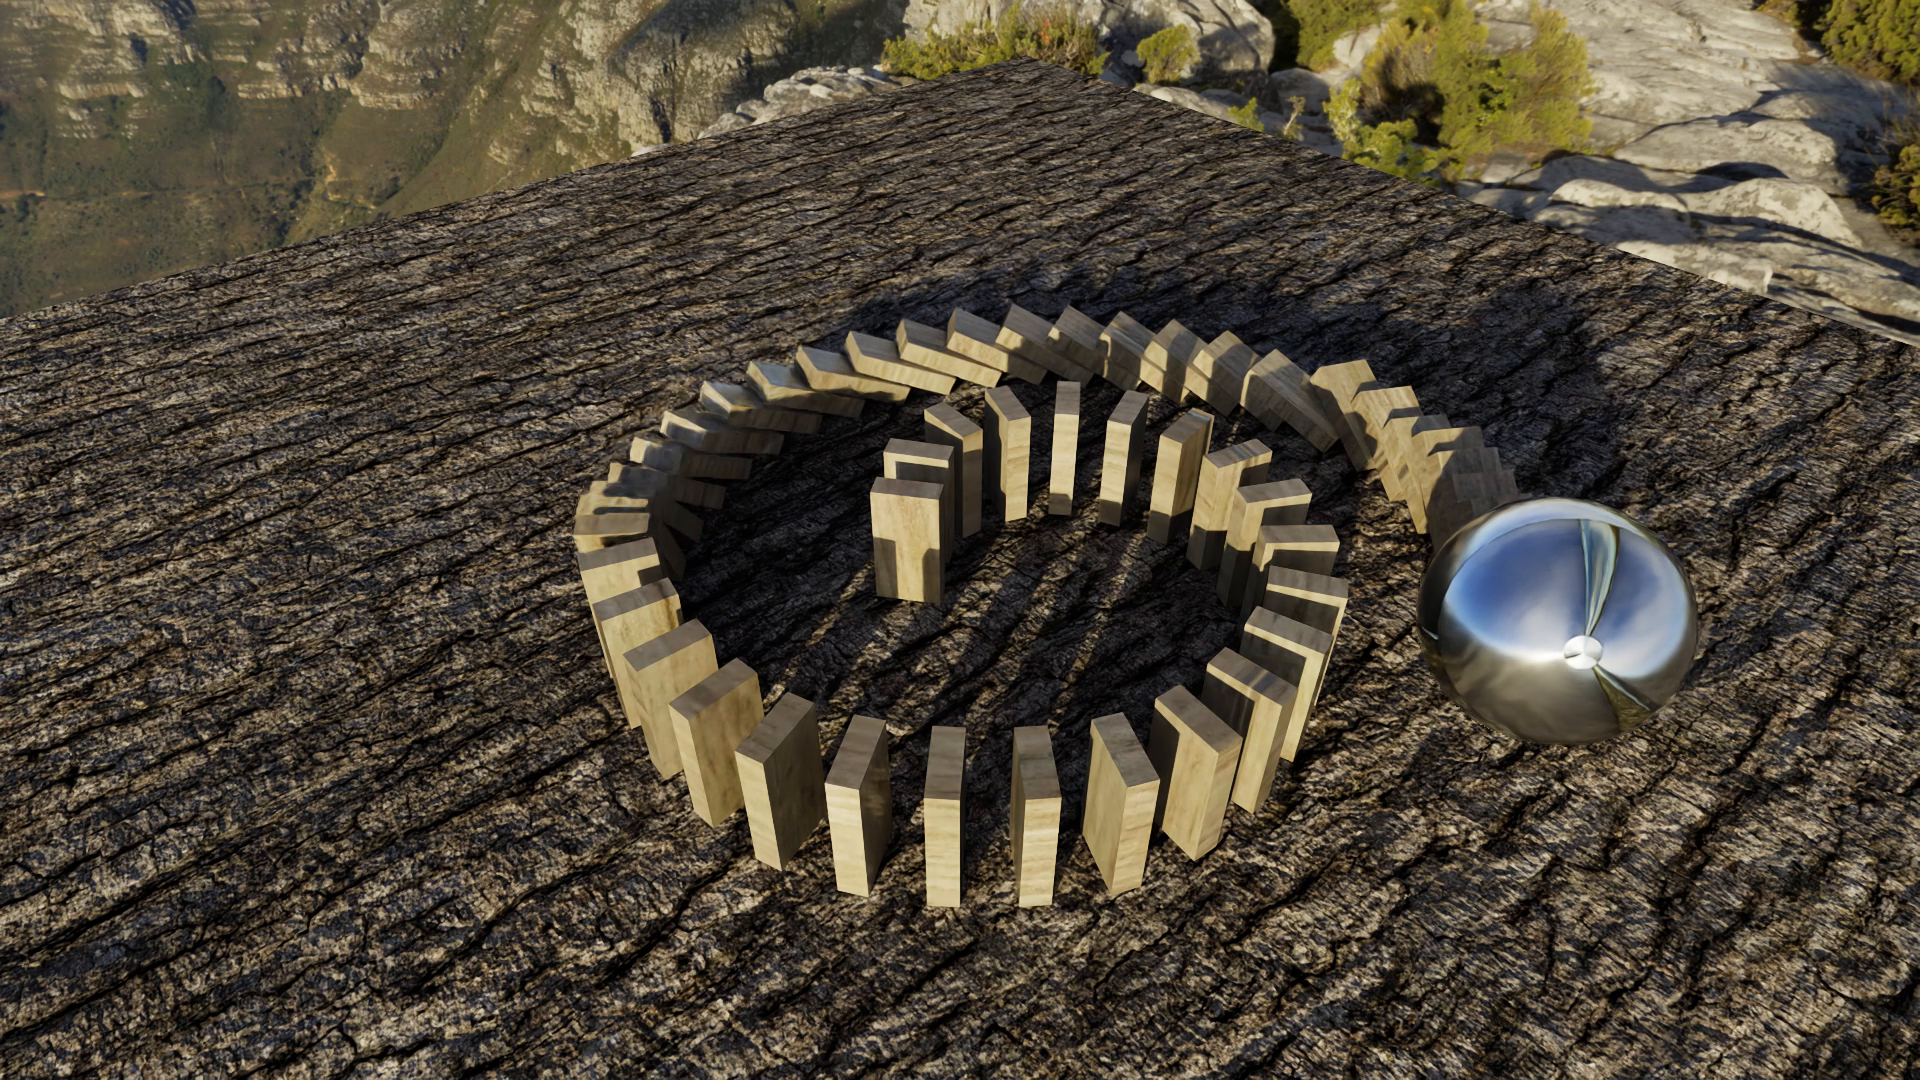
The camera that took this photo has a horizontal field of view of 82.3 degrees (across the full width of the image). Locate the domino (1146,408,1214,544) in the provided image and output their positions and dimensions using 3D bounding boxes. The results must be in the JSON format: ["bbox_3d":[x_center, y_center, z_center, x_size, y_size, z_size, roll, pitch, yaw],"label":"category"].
[{"bbox_3d":[0.088,-0.025,0.442,0.009,0.050,0.025,27,47,29],"label":"domino"}]

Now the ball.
[{"bbox_3d":[0.192,0.026,0.357,0.080,0.080,0.080,0,39,0],"label":"ball"}]

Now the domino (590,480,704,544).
[{"bbox_3d":[-0.121,-0.010,0.428,0.025,0.050,0.009,8,78,9],"label":"domino"}]

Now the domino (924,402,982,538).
[{"bbox_3d":[-0.003,-0.028,0.446,0.009,0.050,0.025,-26,46,-28],"label":"domino"}]

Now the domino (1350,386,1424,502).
[{"bbox_3d":[0.192,-0.042,0.479,0.025,0.009,0.050,-8,66,-10],"label":"domino"}]

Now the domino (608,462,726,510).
[{"bbox_3d":[-0.118,-0.022,0.445,0.025,0.009,0.050,12,-1,14],"label":"domino"}]

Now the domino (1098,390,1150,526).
[{"bbox_3d":[0.067,-0.033,0.452,0.010,0.050,0.025,16,42,19],"label":"domino"}]

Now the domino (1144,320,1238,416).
[{"bbox_3d":[0.116,-0.083,0.530,0.050,0.009,0.025,39,49,7],"label":"domino"}]

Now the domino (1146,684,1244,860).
[{"bbox_3d":[0.067,0.070,0.327,0.010,0.050,0.025,-24,45,-26],"label":"domino"}]

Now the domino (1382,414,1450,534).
[{"bbox_3d":[0.198,-0.028,0.461,0.025,0.010,0.050,-6,65,-7],"label":"domino"}]

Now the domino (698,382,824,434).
[{"bbox_3d":[-0.090,-0.060,0.499,0.050,0.010,0.025,1,29,-46],"label":"domino"}]

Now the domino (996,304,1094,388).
[{"bbox_3d":[0.044,-0.097,0.546,0.050,0.010,0.025,27,40,-6],"label":"domino"}]

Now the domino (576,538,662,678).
[{"bbox_3d":[-0.114,0.024,0.382,0.025,0.050,0.010,-14,41,-16],"label":"domino"}]

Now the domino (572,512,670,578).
[{"bbox_3d":[-0.120,0.011,0.398,0.025,0.050,0.009,-3,49,-3],"label":"domino"}]

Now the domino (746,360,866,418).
[{"bbox_3d":[-0.072,-0.070,0.512,0.050,0.009,0.025,4,31,-38],"label":"domino"}]

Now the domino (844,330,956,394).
[{"bbox_3d":[-0.029,-0.086,0.533,0.050,0.009,0.025,10,33,-28],"label":"domino"}]

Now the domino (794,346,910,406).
[{"bbox_3d":[-0.051,-0.078,0.523,0.050,0.009,0.025,6,32,-34],"label":"domino"}]

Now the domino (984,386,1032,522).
[{"bbox_3d":[0.019,-0.035,0.455,0.010,0.050,0.025,-13,41,-16],"label":"domino"}]

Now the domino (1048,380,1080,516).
[{"bbox_3d":[0.043,-0.038,0.458,0.009,0.050,0.025,4,39,5],"label":"domino"}]

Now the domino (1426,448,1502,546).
[{"bbox_3d":[0.202,-0.010,0.433,0.025,0.009,0.050,-5,79,-7],"label":"domino"}]

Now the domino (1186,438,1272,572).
[{"bbox_3d":[0.104,-0.013,0.428,0.025,0.050,0.010,-18,43,-21],"label":"domino"}]

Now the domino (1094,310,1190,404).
[{"bbox_3d":[0.093,-0.089,0.537,0.050,0.009,0.025,35,46,3],"label":"domino"}]

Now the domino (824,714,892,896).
[{"bbox_3d":[-0.028,0.077,0.317,0.009,0.050,0.025,9,40,11],"label":"domino"}]

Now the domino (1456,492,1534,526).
[{"bbox_3d":[0.204,0.009,0.409,0.025,0.010,0.050,-5,79,-7],"label":"domino"}]

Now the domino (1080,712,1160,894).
[{"bbox_3d":[0.045,0.077,0.318,0.009,0.050,0.025,-11,41,-13],"label":"domino"}]

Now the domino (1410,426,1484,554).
[{"bbox_3d":[0.201,-0.020,0.444,0.025,0.009,0.050,-6,79,-7],"label":"domino"}]

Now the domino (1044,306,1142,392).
[{"bbox_3d":[0.069,-0.094,0.543,0.050,0.010,0.025,32,44,0],"label":"domino"}]

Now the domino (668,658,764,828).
[{"bbox_3d":[-0.072,0.062,0.335,0.009,0.050,0.025,30,48,31],"label":"domino"}]

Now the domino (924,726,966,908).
[{"bbox_3d":[-0.004,0.080,0.314,0.010,0.050,0.025,3,39,3],"label":"domino"}]

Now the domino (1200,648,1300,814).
[{"bbox_3d":[0.086,0.059,0.339,0.025,0.050,0.009,31,48,32],"label":"domino"}]

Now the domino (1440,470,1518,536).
[{"bbox_3d":[0.203,-0.001,0.421,0.025,0.009,0.050,-6,79,-7],"label":"domino"}]

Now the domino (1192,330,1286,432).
[{"bbox_3d":[0.137,-0.076,0.521,0.050,0.010,0.025,43,52,11],"label":"domino"}]

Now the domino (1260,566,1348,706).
[{"bbox_3d":[0.113,0.033,0.371,0.025,0.050,0.009,11,41,13],"label":"domino"}]

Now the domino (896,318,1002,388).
[{"bbox_3d":[-0.006,-0.092,0.540,0.050,0.009,0.025,14,35,-21],"label":"domino"}]

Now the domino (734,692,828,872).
[{"bbox_3d":[-0.052,0.072,0.324,0.009,0.050,0.025,19,43,22],"label":"domino"}]

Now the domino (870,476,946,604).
[{"bbox_3d":[-0.019,0.001,0.411,0.025,0.050,0.009,7,40,8],"label":"domino"}]

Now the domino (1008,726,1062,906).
[{"bbox_3d":[0.021,0.079,0.314,0.009,0.050,0.025,-3,39,-4],"label":"domino"}]

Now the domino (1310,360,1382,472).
[{"bbox_3d":[0.181,-0.056,0.495,0.025,0.009,0.050,-12,67,-17],"label":"domino"}]

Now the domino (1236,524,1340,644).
[{"bbox_3d":[0.116,0.017,0.390,0.025,0.050,0.010,-1,39,-1],"label":"domino"}]

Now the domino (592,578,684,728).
[{"bbox_3d":[-0.103,0.038,0.365,0.025,0.050,0.009,-21,44,-24],"label":"domino"}]

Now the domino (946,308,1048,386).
[{"bbox_3d":[0.018,-0.096,0.545,0.050,0.010,0.025,20,37,-14],"label":"domino"}]

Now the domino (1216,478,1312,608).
[{"bbox_3d":[0.112,0.002,0.409,0.025,0.050,0.009,-9,40,-10],"label":"domino"}]

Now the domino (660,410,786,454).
[{"bbox_3d":[-0.103,-0.047,0.482,0.025,0.009,0.050,25,15,28],"label":"domino"}]

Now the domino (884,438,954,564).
[{"bbox_3d":[-0.015,-0.015,0.430,0.025,0.050,0.009,9,40,10],"label":"domino"}]

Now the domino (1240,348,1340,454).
[{"bbox_3d":[0.157,-0.065,0.508,0.050,0.010,0.025,43,52,12],"label":"domino"}]

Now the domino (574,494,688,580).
[{"bbox_3d":[-0.122,0.000,0.412,0.025,0.050,0.010,4,64,5],"label":"domino"}]

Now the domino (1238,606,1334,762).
[{"bbox_3d":[0.102,0.047,0.354,0.025,0.050,0.009,22,44,25],"label":"domino"}]

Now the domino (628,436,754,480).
[{"bbox_3d":[-0.112,-0.034,0.464,0.025,0.009,0.050,19,9,21],"label":"domino"}]

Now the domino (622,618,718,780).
[{"bbox_3d":[-0.089,0.051,0.349,0.025,0.050,0.010,-27,47,-29],"label":"domino"}]
